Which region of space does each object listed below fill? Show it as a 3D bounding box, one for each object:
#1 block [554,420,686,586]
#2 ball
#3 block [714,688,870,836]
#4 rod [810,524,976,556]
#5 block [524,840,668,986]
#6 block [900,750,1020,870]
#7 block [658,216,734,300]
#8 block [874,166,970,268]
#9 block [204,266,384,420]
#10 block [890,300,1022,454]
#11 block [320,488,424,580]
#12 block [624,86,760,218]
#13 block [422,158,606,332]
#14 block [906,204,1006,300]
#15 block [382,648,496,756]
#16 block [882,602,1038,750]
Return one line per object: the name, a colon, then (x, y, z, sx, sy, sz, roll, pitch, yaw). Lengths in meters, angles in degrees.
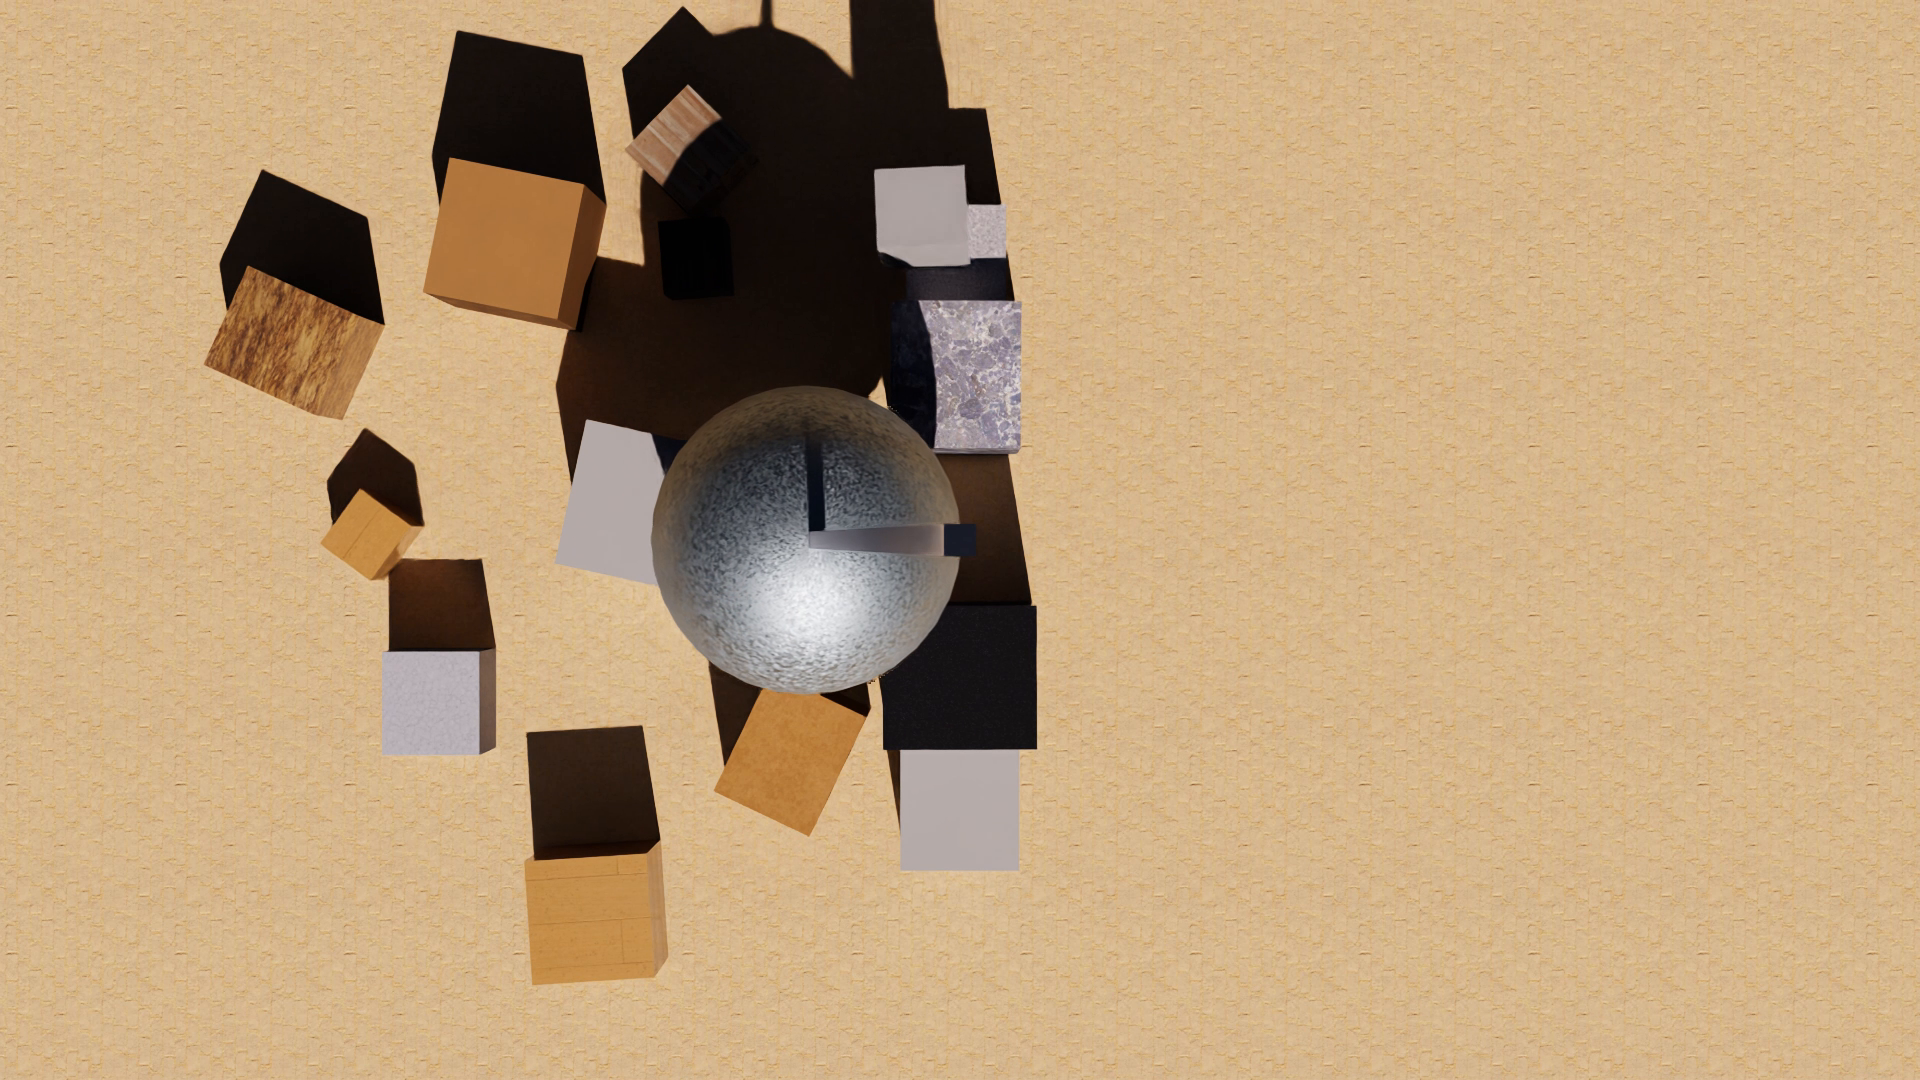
block: (-1.724, -0.175, 12.540, 0.852, 0.920, 0.810, 12, 90, 0)
ball: (-0.791, 0.000, 11.374, 1.600, 1.600, 1.600, 0, 90, 0)
block: (-0.954, 1.201, 12.662, 0.597, 0.676, 0.743, 25, 90, 0)
rod: (-0.343, 0.000, 8.004, 0.080, 5.200, 0.080, 0, 90, -8)
block: (-2.091, 2.140, 12.700, 0.690, 0.599, 0.700, -4, 90, 0)
block: (-0.001, 1.512, 12.672, 0.667, 0.657, 0.689, 0, 90, 0)
block: (-1.534, -1.637, 12.815, 0.372, 0.370, 0.415, -5, 90, 0)
block: (-0.204, -1.779, 12.148, 0.491, 0.495, 0.433, -2, 84, 2)
block: (-3.838, -1.129, 12.715, 0.688, 0.570, 0.615, 24, 90, 0)
block: (-0.023, -0.917, 12.587, 0.722, 0.825, 0.816, 0, 90, 0)
block: (-3.427, -0.030, 12.834, 0.362, 0.331, 0.394, 36, 90, 0)
block: (-1.546, -2.226, 12.747, 0.506, 0.507, 0.518, 44, 90, 0)
block: (-2.534, -1.675, 12.604, 0.761, 0.793, 0.763, 11, 90, 0)
block: (-0.022, -1.613, 12.706, 0.561, 0.587, 0.561, 0, 90, 0)
block: (-3.017, 0.932, 12.767, 0.552, 0.466, 0.590, 0, 90, 0)
block: (-0.001, 0.763, 12.586, 0.855, 0.828, 0.798, 0, 90, 0)
